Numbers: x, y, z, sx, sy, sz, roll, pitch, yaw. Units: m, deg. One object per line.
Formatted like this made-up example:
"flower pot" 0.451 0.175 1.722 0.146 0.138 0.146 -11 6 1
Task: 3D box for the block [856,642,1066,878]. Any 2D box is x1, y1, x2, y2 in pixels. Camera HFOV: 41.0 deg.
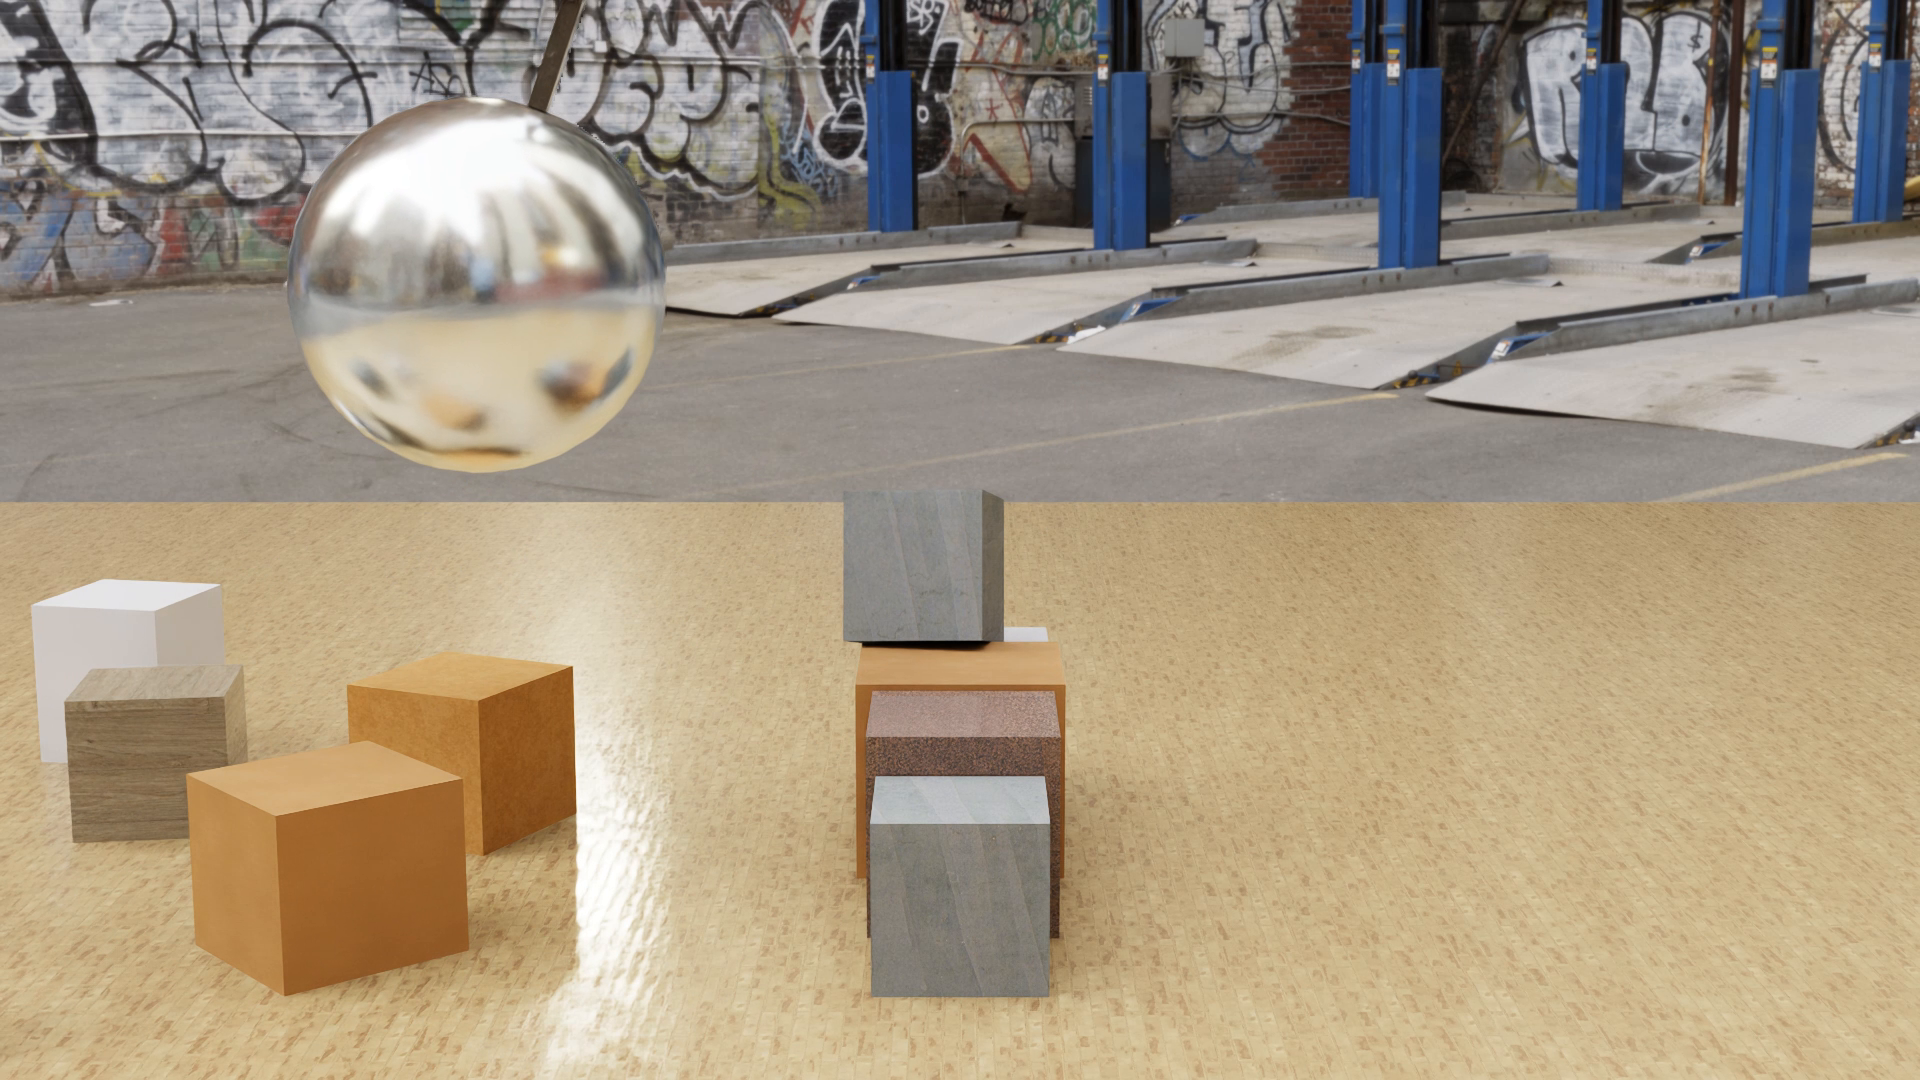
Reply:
"block" 0.001 0.986 11.686 0.917 0.879 0.861 0 10 0

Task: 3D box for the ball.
"ball" -2.059 -1.086 10.983 1.600 1.600 1.600 0 10 0

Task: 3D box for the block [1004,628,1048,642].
"block" 0.014 0.889 12.534 0.836 0.765 0.840 0 10 0

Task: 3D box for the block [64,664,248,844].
"block" -3.795 1.003 12.175 0.712 0.671 0.671 -1 10 -8

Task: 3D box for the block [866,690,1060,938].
"block" 0.014 1.148 10.868 0.792 0.853 0.790 0 10 0

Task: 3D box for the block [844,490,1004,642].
"block" -0.165 0.136 12.171 0.656 0.697 0.602 -1 -4 11

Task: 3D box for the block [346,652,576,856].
"block" -2.336 0.990 12.091 0.733 0.726 0.764 5 11 25

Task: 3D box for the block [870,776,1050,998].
"block" 0.001 1.360 10.147 0.685 0.693 0.666 0 10 0

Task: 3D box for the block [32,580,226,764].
"block" -4.338 0.691 13.451 0.690 0.827 0.698 2 11 12

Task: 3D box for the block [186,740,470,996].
"block" -2.556 1.304 10.377 0.810 0.721 0.790 -9 14 -40

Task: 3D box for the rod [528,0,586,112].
"rod" -0.892 -4.228 10.412 0.080 5.200 0.080 20 10 -4
